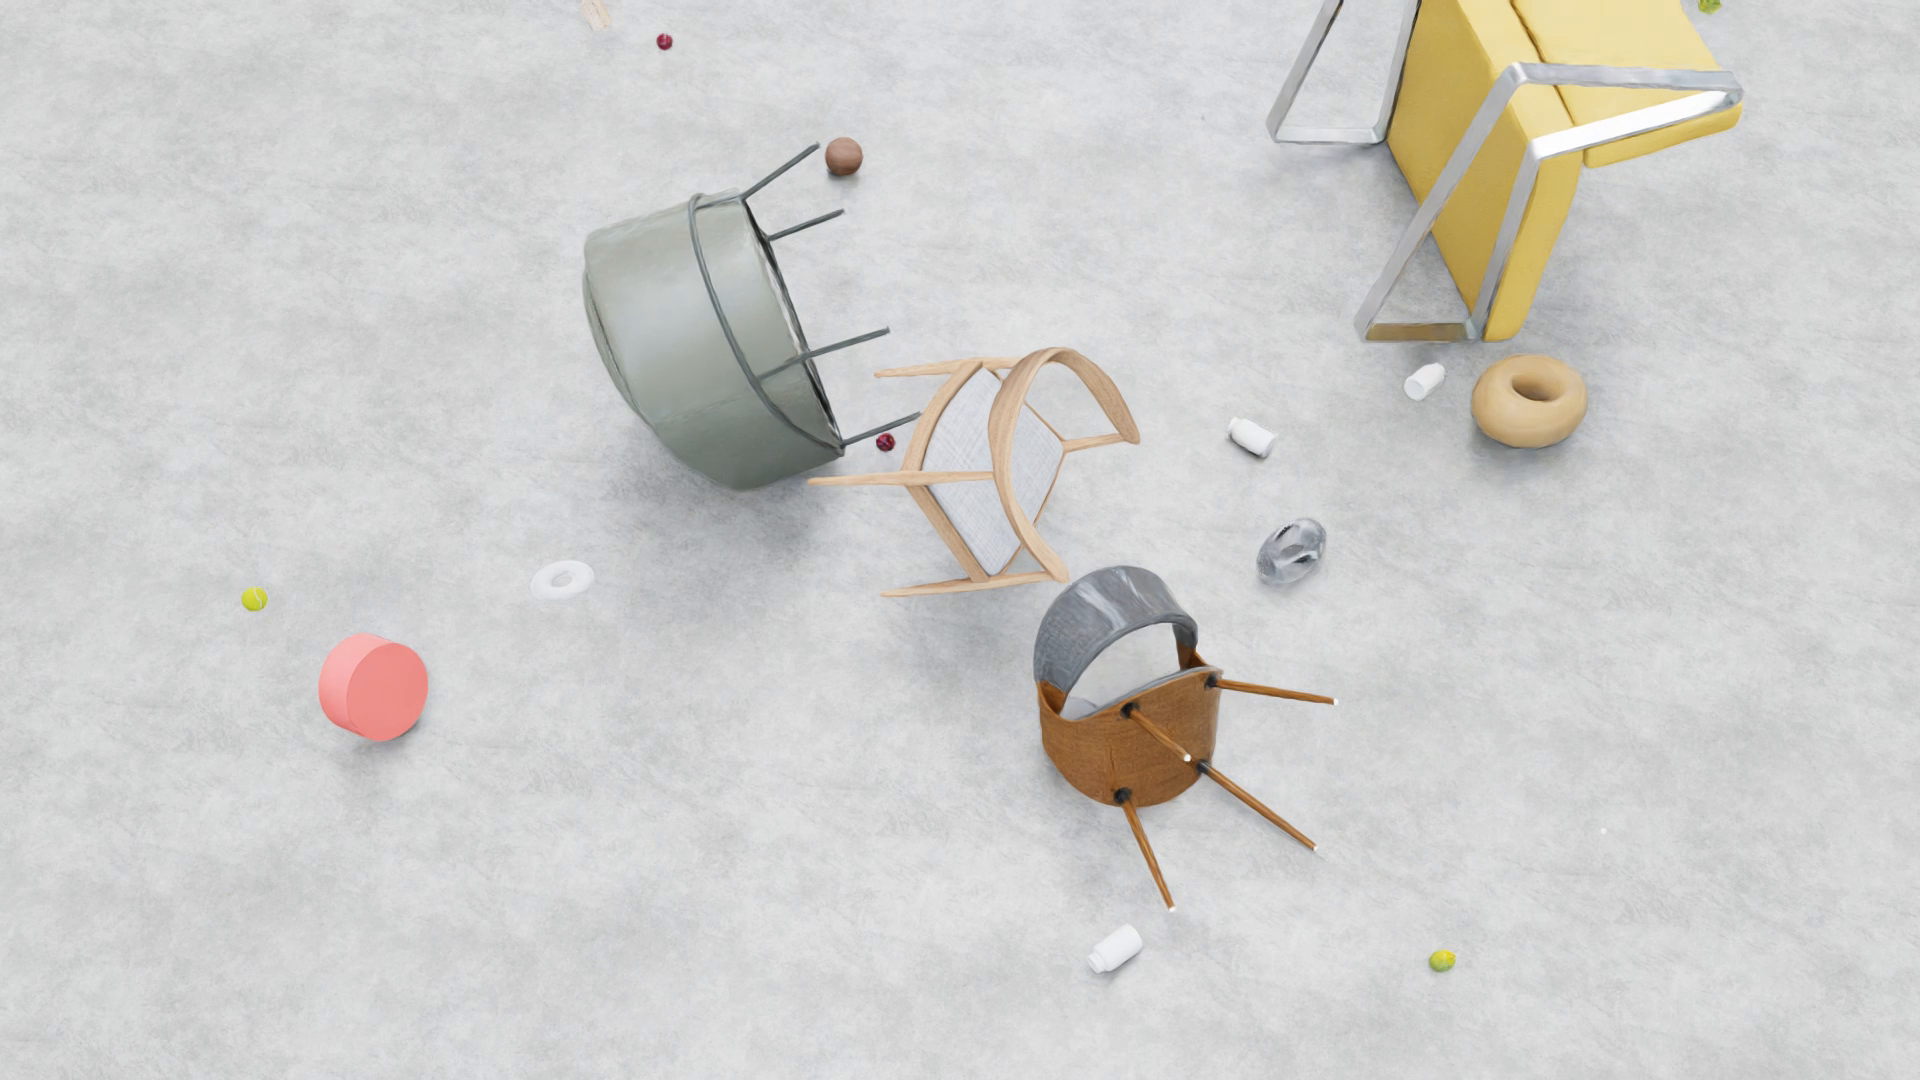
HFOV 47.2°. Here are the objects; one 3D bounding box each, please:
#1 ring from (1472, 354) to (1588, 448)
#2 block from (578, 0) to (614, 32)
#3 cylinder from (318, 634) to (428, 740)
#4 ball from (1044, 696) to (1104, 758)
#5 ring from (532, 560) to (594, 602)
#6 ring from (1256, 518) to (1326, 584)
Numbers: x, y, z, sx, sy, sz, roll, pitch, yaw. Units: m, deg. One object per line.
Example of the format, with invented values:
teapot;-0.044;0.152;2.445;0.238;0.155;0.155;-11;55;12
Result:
ring;1.740;-0.425;6.717;0.419;0.157;0.318;-25;55;-37
block;-1.253;-1.810;7.561;0.075;0.103;0.069;-29;21;-4
cylinder;-1.628;0.407;6.108;0.119;0.298;0.271;15;66;33
ball;0.318;0.522;6.121;0.170;0.170;0.170;0;56;0
ring;-1.051;0.110;5.813;0.173;0.043;0.120;-11;61;4
ring;0.980;0.033;6.501;0.161;0.083;0.266;36;61;26
